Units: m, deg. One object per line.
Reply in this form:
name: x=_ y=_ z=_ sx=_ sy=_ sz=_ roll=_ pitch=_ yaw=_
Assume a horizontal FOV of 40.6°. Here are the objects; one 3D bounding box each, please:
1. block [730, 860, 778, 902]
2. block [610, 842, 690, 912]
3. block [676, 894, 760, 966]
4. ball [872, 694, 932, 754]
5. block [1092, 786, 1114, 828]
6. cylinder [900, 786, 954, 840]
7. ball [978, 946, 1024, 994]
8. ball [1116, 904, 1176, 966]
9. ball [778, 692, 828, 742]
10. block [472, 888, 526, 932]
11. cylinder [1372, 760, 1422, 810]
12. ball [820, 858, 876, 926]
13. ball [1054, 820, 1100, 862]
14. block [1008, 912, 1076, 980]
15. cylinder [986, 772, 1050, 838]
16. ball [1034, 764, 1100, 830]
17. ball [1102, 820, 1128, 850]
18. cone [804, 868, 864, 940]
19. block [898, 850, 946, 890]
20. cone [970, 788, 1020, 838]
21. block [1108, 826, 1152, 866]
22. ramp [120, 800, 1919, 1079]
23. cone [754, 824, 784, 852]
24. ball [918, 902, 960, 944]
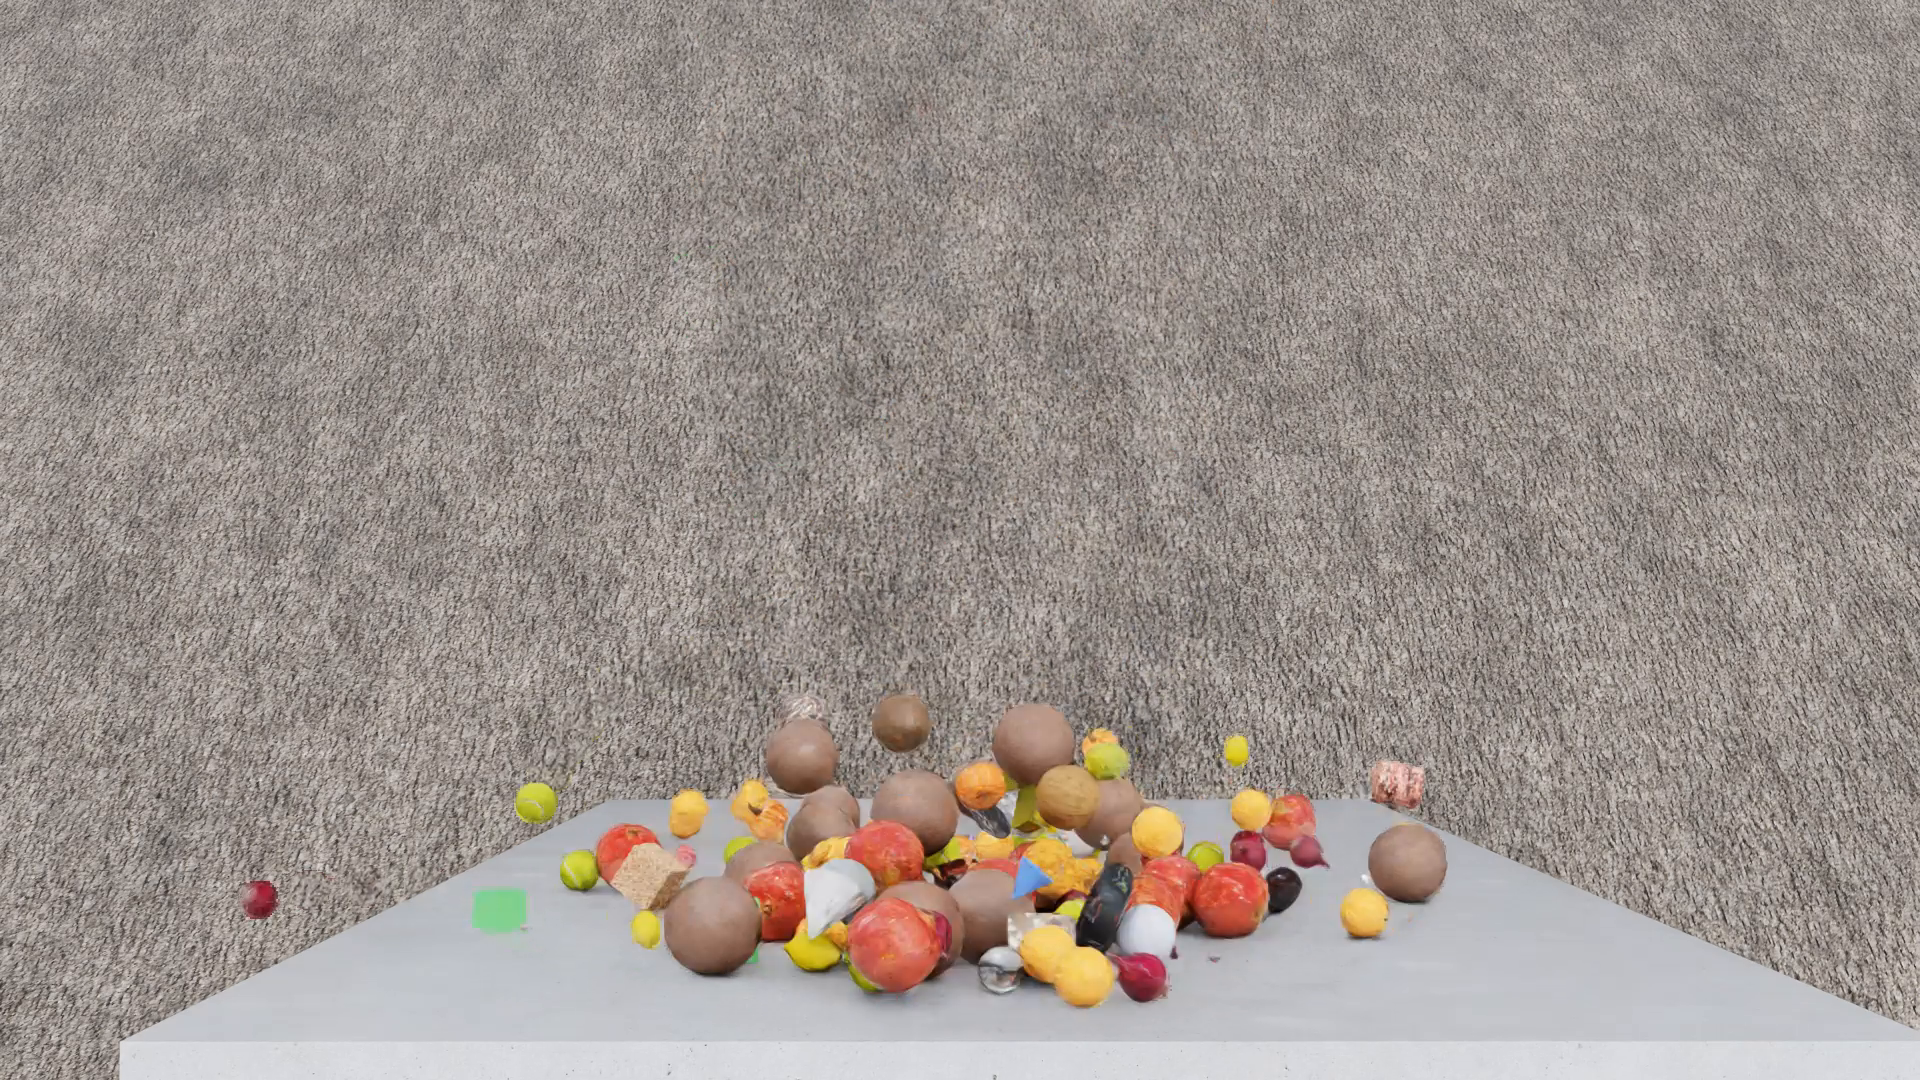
block: x=-0.346 y=0.569 z=4.349 sx=0.061 sy=0.061 sz=0.061 roll=1 pitch=-1 yaw=17
block: x=-0.496 y=0.540 z=4.166 sx=0.076 sy=0.076 sz=0.076 roll=34 pitch=6 yaw=18
block: x=-0.329 y=0.527 z=3.523 sx=0.087 sy=0.087 sz=0.087 roll=2 pitch=-5 yaw=-27
ball: x=-0.094 y=0.294 z=4.166 sx=0.096 sy=0.096 sz=0.096 roll=0 pitch=35 yaw=0
block: x=0.250 y=0.525 z=5.205 sx=0.077 sy=0.077 sz=0.077 roll=14 pitch=-4 yaw=27
cylinder: x=-0.050 y=0.422 z=4.005 sx=0.072 sy=0.072 sz=0.072 roll=-9 pitch=-3 yaw=-1
ball: x=0.051 y=0.533 z=3.225 sx=0.059 sy=0.059 sz=0.059 roll=0 pitch=35 yaw=0
ball: x=0.250 y=0.531 z=3.495 sx=0.082 sy=0.082 sz=0.082 roll=0 pitch=35 yaw=0
ball: x=-0.295 y=0.335 z=4.900 sx=0.094 sy=0.094 sz=0.094 roll=0 pitch=35 yaw=0
block: x=-0.695 y=0.558 z=3.924 sx=0.056 sy=0.056 sz=0.056 roll=-2 pitch=-2 yaw=39
cylinder: x=0.729 y=0.409 z=4.336 sx=0.070 sy=0.070 sz=0.070 roll=10 pitch=36 yaw=0
ball: x=-0.160 y=0.480 z=3.546 sx=0.091 sy=0.091 sz=0.091 roll=0 pitch=35 yaw=0
ball: x=0.217 y=0.552 z=4.805 sx=0.085 sy=0.085 sz=0.085 roll=0 pitch=35 yaw=0
block: x=0.105 y=0.521 z=3.333 sx=0.076 sy=0.076 sz=0.076 roll=1 pitch=76 yaw=11
cylinder: x=0.098 y=0.428 z=4.192 sx=0.091 sy=0.091 sz=0.091 roll=-7 pitch=70 yaw=18
ball: x=0.161 y=0.383 z=3.873 sx=0.098 sy=0.098 sz=0.098 roll=0 pitch=35 yaw=0
ball: x=0.316 y=0.596 z=5.205 sx=0.066 sy=0.066 sz=0.066 roll=0 pitch=35 yaw=0
cone: x=-0.180 y=0.488 z=3.377 sx=0.085 sy=0.085 sz=0.085 roll=12 pitch=50 yaw=16
block: x=-0.067 y=0.577 z=4.541 sx=0.060 sy=0.060 sz=0.060 roll=1 pitch=-2 yaw=-37
cone: x=0.070 y=0.410 z=4.044 sx=0.077 sy=0.077 sz=0.077 roll=24 pitch=48 yaw=30
block: x=0.325 y=0.587 z=4.980 sx=0.069 sy=0.069 sz=0.069 roll=0 pitch=-2 yaw=-13
ramp: x=0.078 y=0.667 z=4.848 sx=2.000 sy=0.100 sz=4.000 roll=0 pitch=-2 yaw=0
cone: x=-0.367 y=0.562 z=4.915 sx=0.052 sy=0.052 sz=0.052 roll=8 pitch=30 yaw=-26
ball: x=-0.031 y=0.550 z=3.731 sx=0.060 sy=0.060 sz=0.060 roll=0 pitch=35 yaw=0
